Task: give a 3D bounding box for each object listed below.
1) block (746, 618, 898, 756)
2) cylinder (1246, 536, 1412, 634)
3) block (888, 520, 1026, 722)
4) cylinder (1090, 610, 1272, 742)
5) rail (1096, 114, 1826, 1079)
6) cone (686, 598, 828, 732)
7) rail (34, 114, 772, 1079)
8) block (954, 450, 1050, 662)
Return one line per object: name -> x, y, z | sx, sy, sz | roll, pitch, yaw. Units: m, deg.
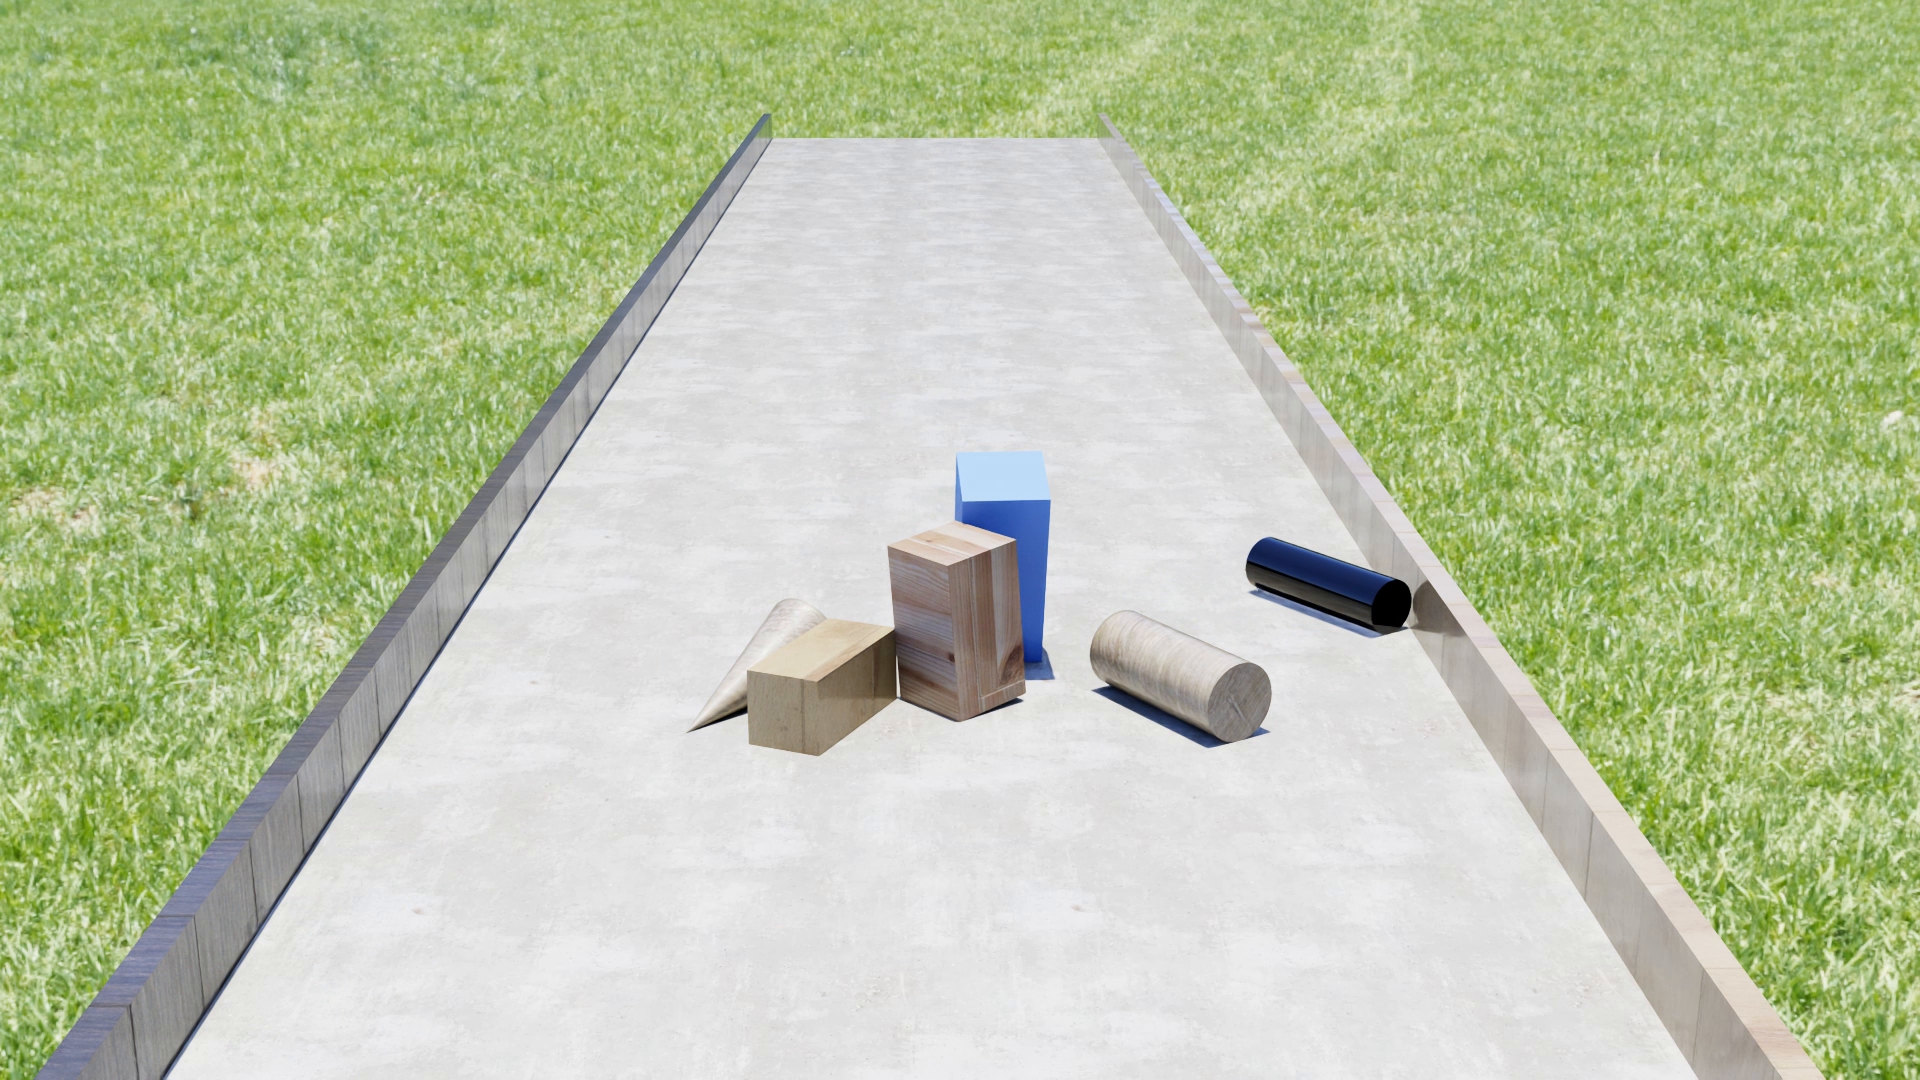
block -> -0.252, 0.268, 4.074 | 0.143, 0.143, 0.321 | 7, 18, 23
cylinder -> 0.784, 0.095, 4.702 | 0.118, 0.118, 0.382 | -11, 20, -33
block -> -0.005, 0.151, 4.145 | 0.171, 0.312, 0.171 | -20, 26, -37
cylinder -> 0.409, 0.251, 4.119 | 0.151, 0.151, 0.358 | -10, 19, -31
rail -> 0.932, -0.844, 7.801 | 0.050, 0.150, 12.000 | 0, 17, -1
cone -> -0.404, 0.272, 4.166 | 0.169, 0.169, 0.376 | 11, 32, 32
rail -> -1.118, -0.838, 7.780 | 0.050, 0.150, 12.000 | 0, 17, -1
block -> 0.078, 0.037, 4.352 | 0.169, 0.395, 0.169 | -1, 36, -4
